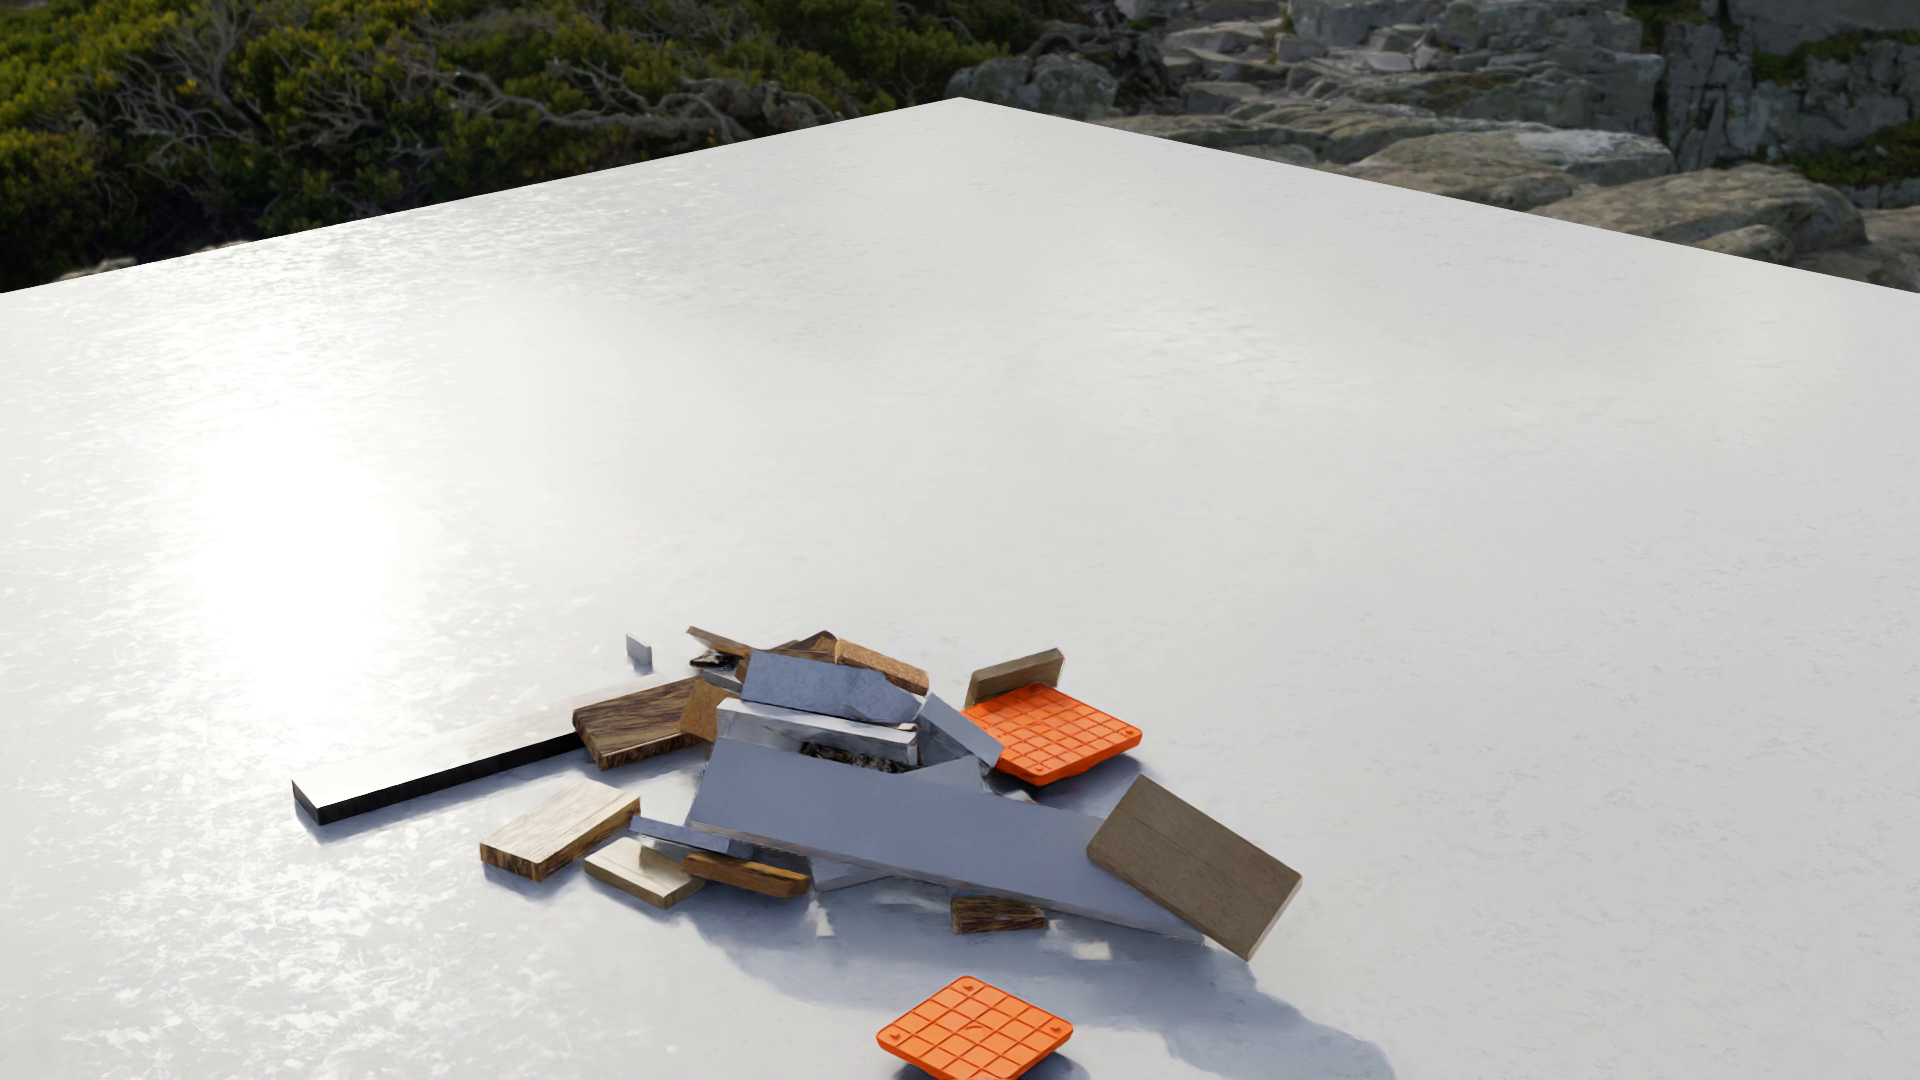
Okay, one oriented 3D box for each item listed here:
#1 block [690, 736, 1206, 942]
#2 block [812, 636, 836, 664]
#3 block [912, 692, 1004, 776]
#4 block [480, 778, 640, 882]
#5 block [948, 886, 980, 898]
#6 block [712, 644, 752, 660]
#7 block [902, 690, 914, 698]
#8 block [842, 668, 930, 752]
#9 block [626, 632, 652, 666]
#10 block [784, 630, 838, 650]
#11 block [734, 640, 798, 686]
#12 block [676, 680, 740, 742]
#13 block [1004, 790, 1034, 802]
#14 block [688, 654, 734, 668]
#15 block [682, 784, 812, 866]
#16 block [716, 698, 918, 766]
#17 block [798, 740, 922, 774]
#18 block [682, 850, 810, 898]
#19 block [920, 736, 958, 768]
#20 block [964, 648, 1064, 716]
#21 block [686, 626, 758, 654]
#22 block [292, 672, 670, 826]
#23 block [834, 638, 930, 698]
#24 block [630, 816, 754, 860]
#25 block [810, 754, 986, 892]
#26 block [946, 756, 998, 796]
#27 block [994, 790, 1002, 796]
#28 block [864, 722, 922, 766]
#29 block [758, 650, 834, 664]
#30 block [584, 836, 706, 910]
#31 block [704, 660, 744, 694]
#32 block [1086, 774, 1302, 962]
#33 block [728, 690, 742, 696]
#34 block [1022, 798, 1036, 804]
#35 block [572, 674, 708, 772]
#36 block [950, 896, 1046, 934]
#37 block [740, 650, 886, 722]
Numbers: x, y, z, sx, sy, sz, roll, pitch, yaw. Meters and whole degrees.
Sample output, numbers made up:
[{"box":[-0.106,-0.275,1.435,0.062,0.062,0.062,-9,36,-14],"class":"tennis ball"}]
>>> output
[{"box":[-0.013,0.555,4.118,0.996,0.050,0.175,10,64,14],"class":"block"},{"box":[-0.245,0.260,4.674,0.149,0.021,0.075,22,36,9],"class":"block"},{"box":[-0.003,0.395,4.482,0.187,0.027,0.094,37,27,-2],"class":"block"},{"box":[-0.790,0.571,4.360,0.152,0.043,0.303,14,27,29],"class":"block"},{"box":[0.058,0.622,4.158,0.168,0.024,0.084,-22,30,13],"class":"block"},{"box":[-0.506,0.253,4.911,0.094,0.013,0.047,11,-18,34],"class":"block"},{"box":[-0.085,0.360,4.574,0.110,0.016,0.055,51,10,18],"class":"block"},{"box":[-0.139,0.352,4.506,0.187,0.027,0.094,33,59,-1],"class":"block"},{"box":[-0.745,0.252,5.106,0.013,0.047,0.094,-17,29,-35],"class":"block"},{"box":[-0.235,0.324,4.649,0.325,0.046,0.162,37,41,28],"class":"block"},{"box":[-0.321,0.351,4.739,0.162,0.046,0.325,-20,50,-39],"class":"block"},{"box":[-0.477,0.385,4.659,0.221,0.111,0.031,19,-8,13],"class":"block"},{"box":[0.147,0.574,4.313,0.100,0.028,0.201,-19,43,-38],"class":"block"},{"box":[-0.556,0.271,4.919,0.094,0.013,0.047,1,17,40],"class":"block"},{"box":[-0.356,0.533,4.326,0.343,0.049,0.171,10,61,22],"class":"block"},{"box":[-0.293,0.444,4.494,0.426,0.171,0.049,9,25,20],"class":"block"},{"box":[-0.178,0.517,4.346,0.343,0.049,0.171,10,68,22],"class":"block"},{"box":[-0.404,0.633,4.164,0.217,0.031,0.108,11,1,18],"class":"block"},{"box":[-0.055,0.445,4.518,0.075,0.021,0.149,-21,38,-40],"class":"block"},{"box":[0.120,0.314,4.871,0.221,0.111,0.031,-14,47,-28],"class":"block"},{"box":[-0.512,0.251,5.026,0.311,0.021,0.075,14,-19,49],"class":"block"},{"box":[-0.981,0.436,4.678,0.845,0.043,0.152,-15,27,-32],"class":"block"},{"box":[-0.165,0.269,4.636,0.205,0.023,0.080,22,21,-13],"class":"block"},{"box":[-0.521,0.579,4.274,0.217,0.031,0.108,10,-12,23],"class":"block"},{"box":[-0.118,0.541,4.201,0.351,0.050,0.176,-14,60,0],"class":"block"},{"box":[0.023,0.523,4.391,0.100,0.028,0.201,-20,54,-39],"class":"block"},{"box":[0.027,0.520,4.460,0.149,0.021,0.075,31,37,27],"class":"block"},{"box":[-0.267,0.418,4.515,0.388,0.094,0.027,0,21,23],"class":"block"},{"box":[-0.348,0.270,4.616,0.160,0.023,0.080,1,53,2],"class":"block"},{"box":[-0.605,0.638,4.217,0.217,0.031,0.108,17,29,35],"class":"block"},{"box":[-0.473,0.305,4.862,0.184,0.026,0.092,16,28,42],"class":"block"},{"box":[0.422,0.590,3.975,0.351,0.050,0.175,31,71,22],"class":"block"},{"box":[-0.437,0.366,4.864,0.092,0.026,0.184,-17,28,-35],"class":"block"},{"box":[0.187,0.589,4.235,0.222,0.031,0.111,26,45,21],"class":"block"},{"box":[-0.661,0.391,4.722,0.303,0.043,0.152,-14,46,-30],"class":"block"},{"box":[0.069,0.695,4.093,0.168,0.024,0.084,-3,23,-7],"class":"block"},{"box":[-0.304,0.308,4.558,0.282,0.031,0.111,9,65,6],"class":"block"}]
